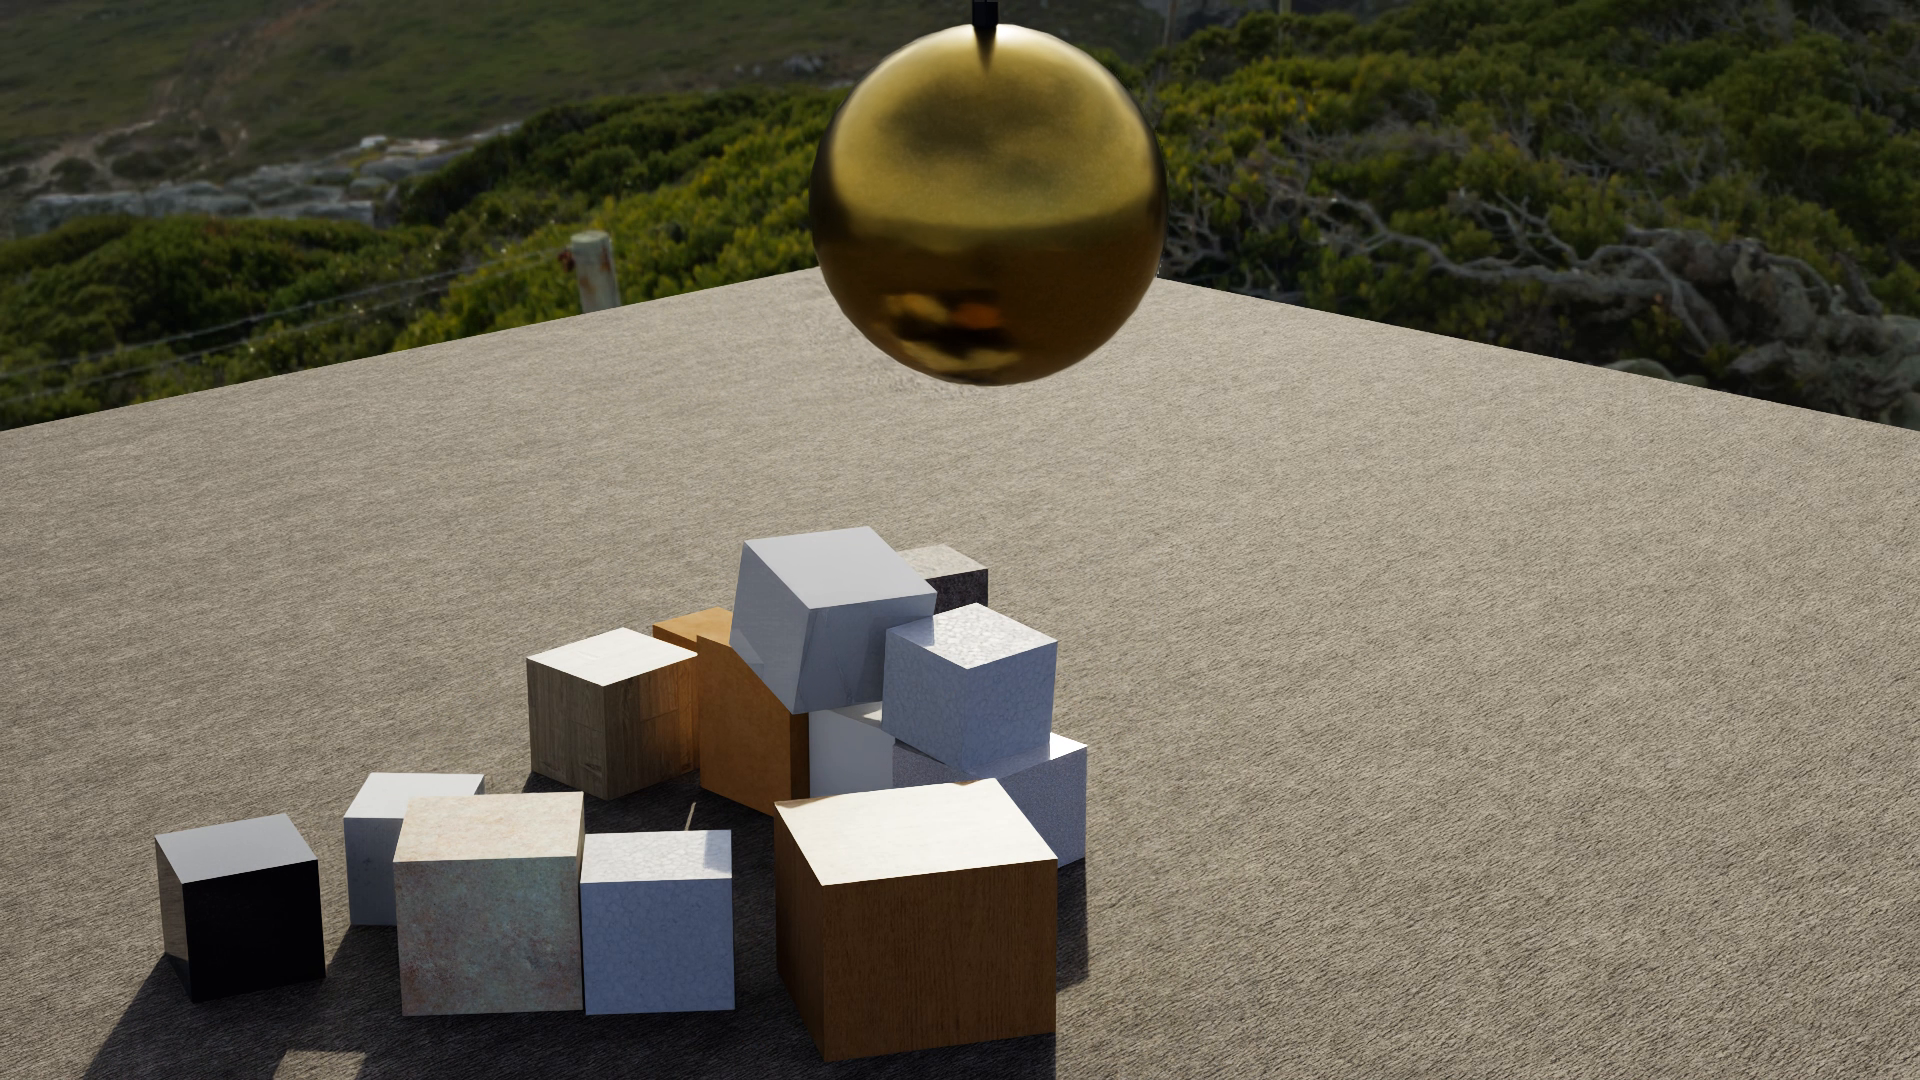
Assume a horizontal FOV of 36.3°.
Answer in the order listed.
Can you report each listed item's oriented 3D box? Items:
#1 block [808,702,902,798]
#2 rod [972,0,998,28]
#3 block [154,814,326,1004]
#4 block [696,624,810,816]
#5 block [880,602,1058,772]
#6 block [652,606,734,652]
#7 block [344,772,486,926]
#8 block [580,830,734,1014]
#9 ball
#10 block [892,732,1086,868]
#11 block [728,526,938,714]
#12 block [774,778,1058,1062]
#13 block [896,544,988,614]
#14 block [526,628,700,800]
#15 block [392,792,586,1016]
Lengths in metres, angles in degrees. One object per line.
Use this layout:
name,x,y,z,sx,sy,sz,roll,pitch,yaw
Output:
block,-0.300,1.054,13.999,0.593,0.594,0.593,-17,24,-42
rod,0.055,-4.701,11.922,0.080,5.200,0.080,17,26,42
block,-3.064,1.559,12.476,0.563,0.545,0.555,-8,19,-25
block,-0.772,0.828,14.383,0.670,0.796,0.767,17,24,42
block,0.040,0.668,13.454,0.561,0.505,0.548,-15,28,-40
block,-1.315,0.666,15.454,0.429,0.462,0.419,-15,23,-40
block,-2.421,1.379,13.101,0.515,0.513,0.518,1,17,2
block,-1.259,1.595,12.279,0.614,0.593,0.502,-1,17,-4
ball,0.127,-1.481,13.009,1.600,1.600,1.600,0,17,0
block,0.137,1.209,13.575,0.626,0.554,0.640,-17,24,-42
block,-0.600,0.366,13.695,0.671,0.554,0.665,-7,31,-31
block,-0.196,1.552,12.123,0.968,0.769,0.883,-5,18,-15
block,-0.175,0.345,16.476,0.471,0.463,0.513,-10,20,-28
block,-1.717,0.859,14.614,0.589,0.598,0.626,16,23,41
block,-1.959,1.523,12.346,0.738,0.692,0.687,-1,17,-4
